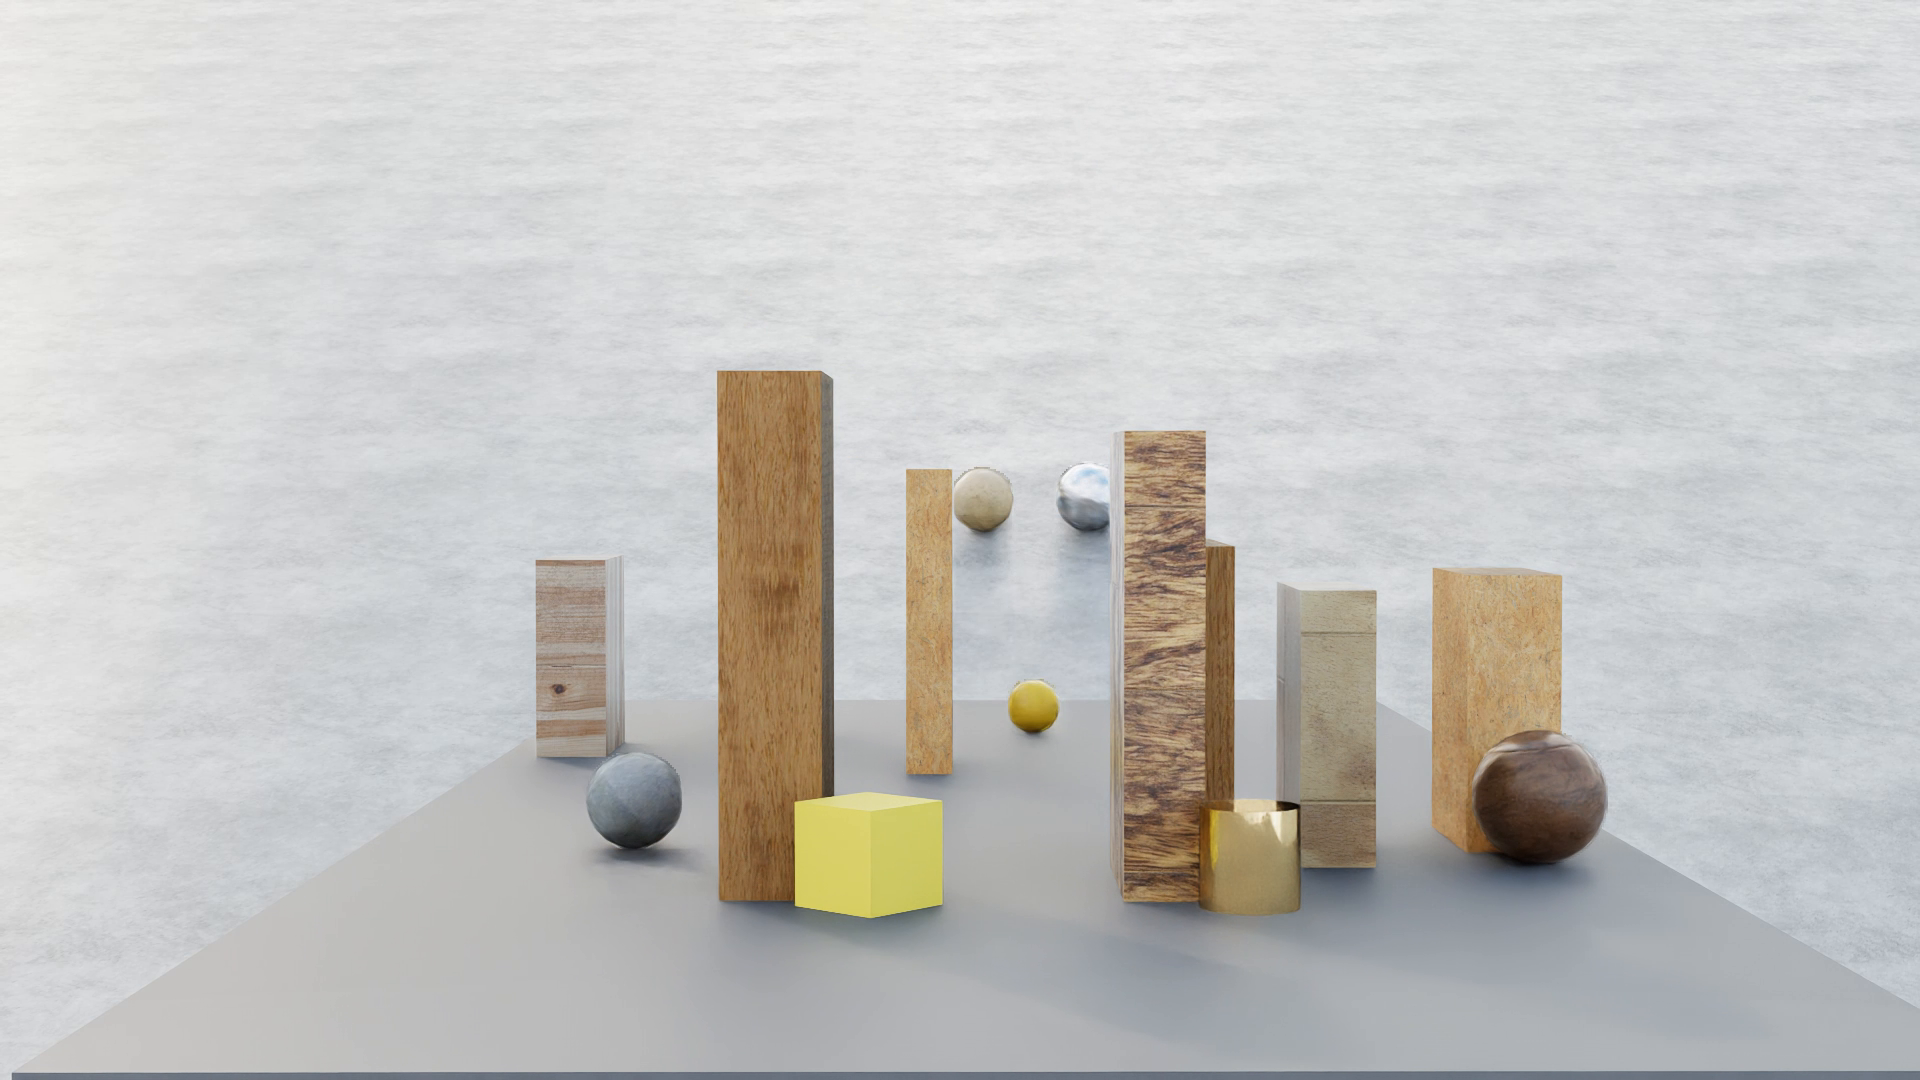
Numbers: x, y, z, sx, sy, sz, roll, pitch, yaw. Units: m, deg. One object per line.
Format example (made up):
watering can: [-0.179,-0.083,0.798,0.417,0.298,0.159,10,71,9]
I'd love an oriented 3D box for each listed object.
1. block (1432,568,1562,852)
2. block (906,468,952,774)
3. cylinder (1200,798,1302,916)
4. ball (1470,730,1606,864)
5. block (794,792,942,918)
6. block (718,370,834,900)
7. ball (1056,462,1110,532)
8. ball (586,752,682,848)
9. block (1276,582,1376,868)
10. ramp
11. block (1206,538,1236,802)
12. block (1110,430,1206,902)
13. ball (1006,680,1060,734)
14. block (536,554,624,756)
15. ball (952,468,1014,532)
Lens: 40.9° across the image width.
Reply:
block: [0.856,0.265,4.128,0.145,0.429,0.295,0,2,0]
block: [-0.060,0.155,5.117,0.089,0.590,0.260,0,2,0]
cylinder: [0.394,0.430,3.504,0.138,0.138,0.138,0,2,0]
ball: [0.872,0.387,3.884,0.200,0.200,0.200,0,25,0]
block: [-0.124,0.427,3.515,0.142,0.142,0.142,2,2,42]
block: [-0.262,0.127,3.721,0.142,0.730,0.357,0,2,0]
ball: [0.386,-0.127,7.674,0.204,0.204,0.204,0,25,0]
ball: [-0.510,0.408,4.038,0.150,0.150,0.150,0,25,0]
block: [0.563,0.277,3.983,0.113,0.413,0.290,0,2,0]
ramp: [0.057,0.517,4.557,2.000,0.100,4.000,0,2,0]
block: [0.343,0.243,4.002,0.126,0.480,0.386,0,2,0]
block: [0.281,0.169,3.695,0.111,0.647,0.320,0,2,0]
ball: [0.163,0.372,5.752,0.117,0.117,0.117,0,25,0]
block: [-0.798,0.238,5.437,0.143,0.405,0.303,0,2,0]
ball: [0.067,-0.119,7.678,0.185,0.185,0.185,0,25,0]
